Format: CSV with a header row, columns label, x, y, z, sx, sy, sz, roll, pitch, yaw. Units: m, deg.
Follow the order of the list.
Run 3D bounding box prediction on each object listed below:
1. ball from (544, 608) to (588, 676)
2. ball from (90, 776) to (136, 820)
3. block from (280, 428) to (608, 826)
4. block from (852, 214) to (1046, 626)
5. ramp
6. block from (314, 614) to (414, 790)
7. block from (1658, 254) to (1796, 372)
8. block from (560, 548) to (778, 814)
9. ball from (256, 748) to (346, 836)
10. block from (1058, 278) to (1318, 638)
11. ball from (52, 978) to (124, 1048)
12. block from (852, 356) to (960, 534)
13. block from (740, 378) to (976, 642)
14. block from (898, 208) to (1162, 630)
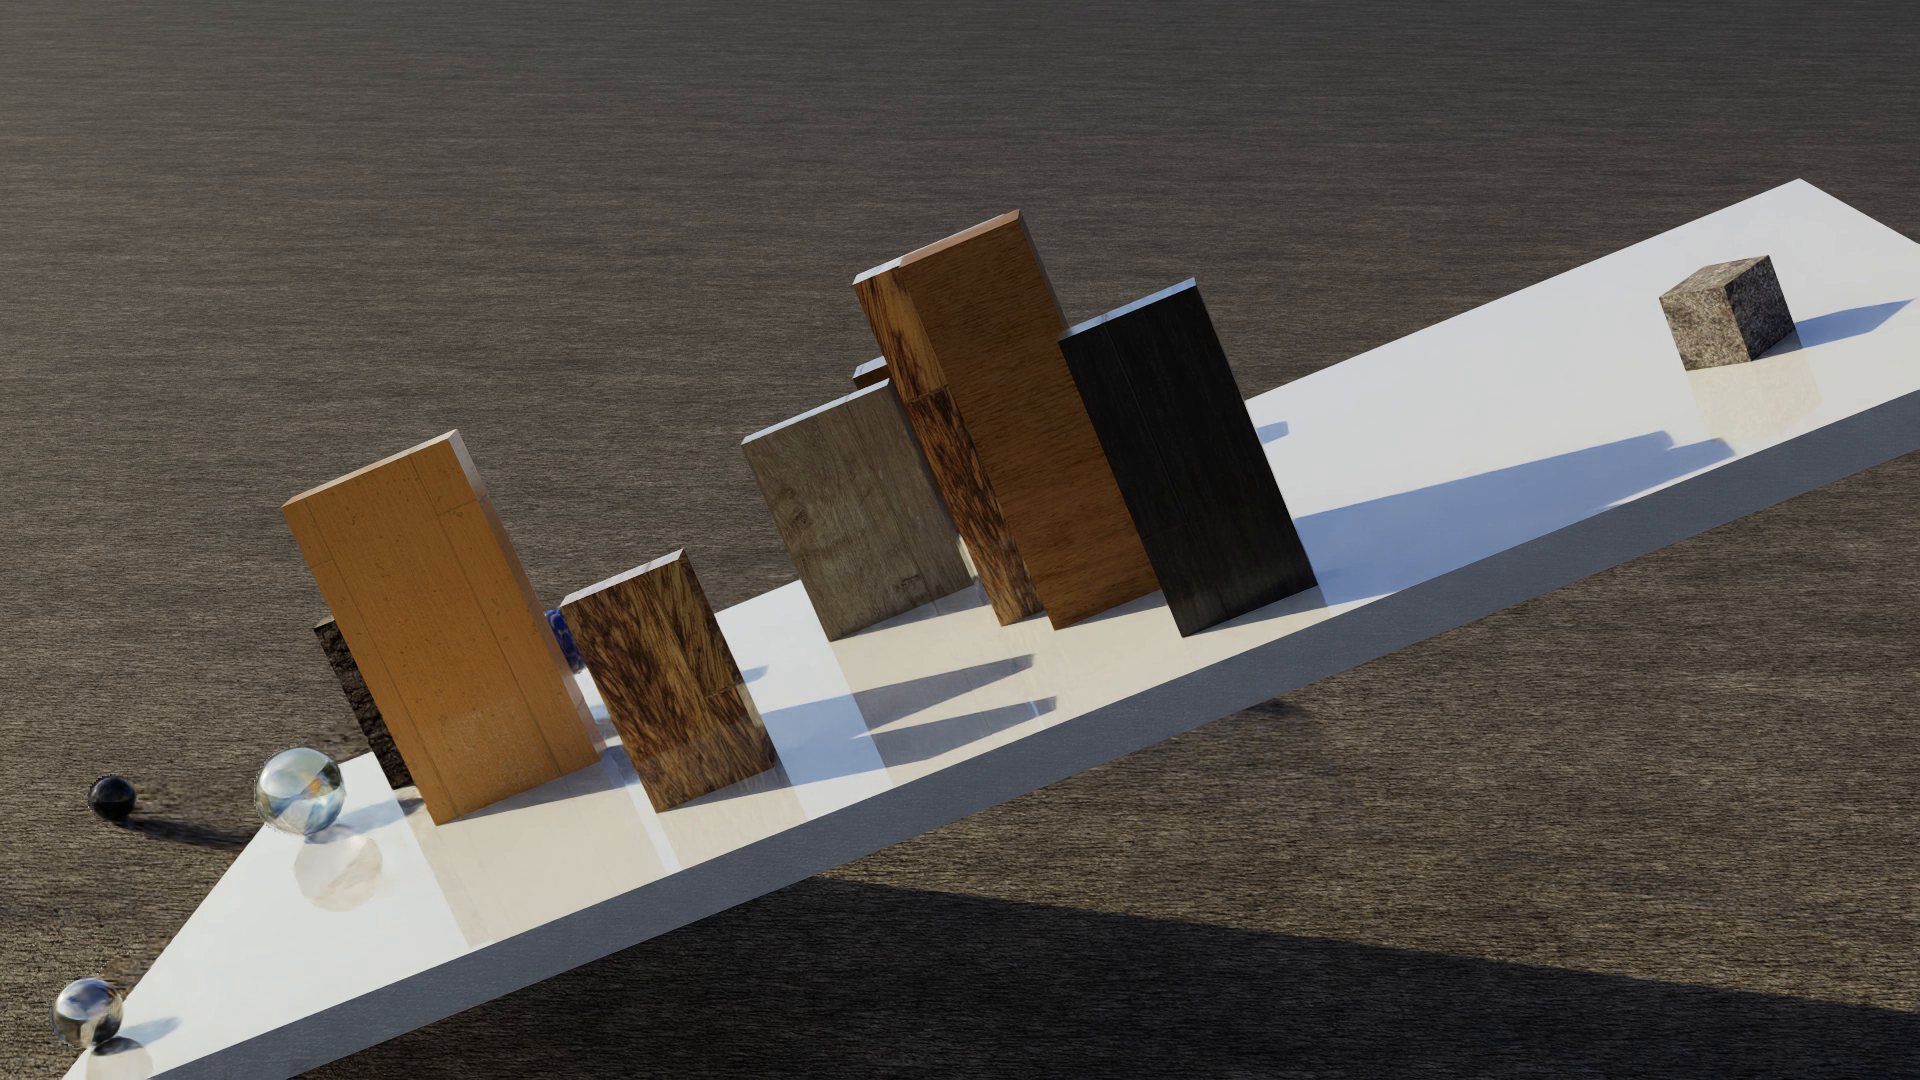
label,x,y,z,sx,sy,sz,roll,pitch,yaw
ball,-0.952,0.247,7.037,0.167,0.167,0.167,0,14,0
ball,-2.156,0.659,7.489,0.111,0.111,0.111,0,14,0
block,-1.118,0.195,6.404,0.401,0.780,0.095,-22,12,8
block,0.088,-0.243,6.049,0.327,0.775,0.124,-22,12,8
ramp,0.128,0.172,6.287,4.000,0.100,2.000,-22,12,8
block,-1.226,0.309,6.940,0.437,0.431,0.093,-22,12,8
block,1.501,-0.444,5.755,0.159,0.159,0.159,-32,15,-34
block,-0.573,0.279,5.803,0.255,0.459,0.084,-22,12,8
ball,-1.540,0.588,6.871,0.206,0.206,0.206,0,14,0
block,0.422,-0.150,5.441,0.271,0.607,0.090,-22,12,8
ball,-1.747,0.948,5.898,0.137,0.137,0.137,0,14,0
block,-0.015,-0.263,7.098,0.326,0.446,0.148,-22,12,8
block,-0.224,-0.064,6.542,0.352,0.489,0.080,-22,12,8
block,0.154,-0.237,5.862,0.252,0.794,0.143,-22,12,8
